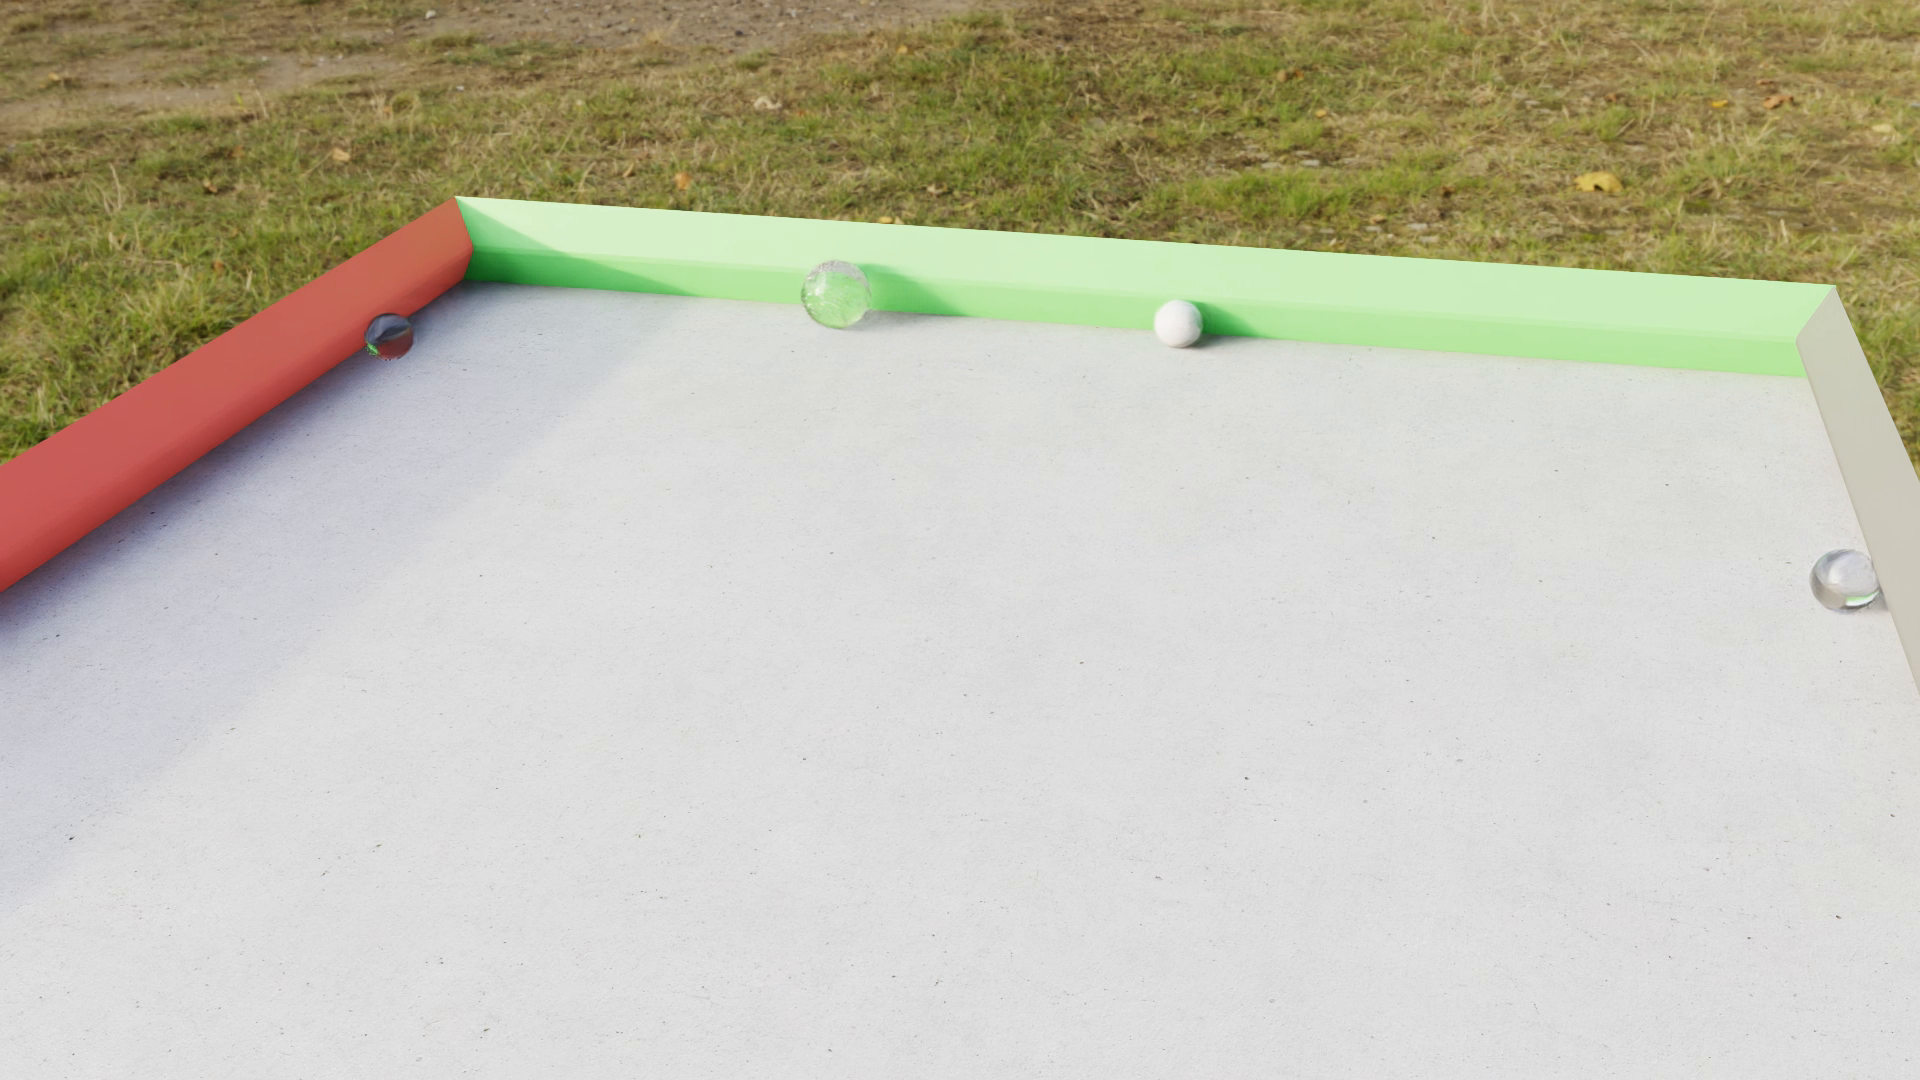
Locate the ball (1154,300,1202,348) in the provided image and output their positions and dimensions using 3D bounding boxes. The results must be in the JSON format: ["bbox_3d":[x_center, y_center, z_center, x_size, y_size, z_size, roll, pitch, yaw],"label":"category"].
[{"bbox_3d":[0.307,-0.303,3.084,0.067,0.067,0.067,0,24,0],"label":"ball"}]

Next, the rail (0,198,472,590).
[{"bbox_3d":[-1.142,0.233,1.798,0.045,0.129,3.505,5,25,12],"label":"rail"}]

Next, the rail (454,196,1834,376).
[{"bbox_3d":[0.193,-0.362,3.136,1.984,0.129,0.045,5,25,12],"label":"rail"}]

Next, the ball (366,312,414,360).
[{"bbox_3d":[-0.787,-0.281,3.036,0.065,0.065,0.065,0,24,0],"label":"ball"}]

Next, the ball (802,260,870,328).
[{"bbox_3d":[-0.178,-0.353,3.156,0.099,0.099,0.099,0,24,0],"label":"ball"}]

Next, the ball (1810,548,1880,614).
[{"bbox_3d":[0.926,0.043,2.303,0.068,0.068,0.068,0,24,0],"label":"ball"}]

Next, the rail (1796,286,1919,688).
[{"bbox_3d":[0.745,0.411,1.397,0.045,0.129,3.505,5,25,12],"label":"rail"}]
